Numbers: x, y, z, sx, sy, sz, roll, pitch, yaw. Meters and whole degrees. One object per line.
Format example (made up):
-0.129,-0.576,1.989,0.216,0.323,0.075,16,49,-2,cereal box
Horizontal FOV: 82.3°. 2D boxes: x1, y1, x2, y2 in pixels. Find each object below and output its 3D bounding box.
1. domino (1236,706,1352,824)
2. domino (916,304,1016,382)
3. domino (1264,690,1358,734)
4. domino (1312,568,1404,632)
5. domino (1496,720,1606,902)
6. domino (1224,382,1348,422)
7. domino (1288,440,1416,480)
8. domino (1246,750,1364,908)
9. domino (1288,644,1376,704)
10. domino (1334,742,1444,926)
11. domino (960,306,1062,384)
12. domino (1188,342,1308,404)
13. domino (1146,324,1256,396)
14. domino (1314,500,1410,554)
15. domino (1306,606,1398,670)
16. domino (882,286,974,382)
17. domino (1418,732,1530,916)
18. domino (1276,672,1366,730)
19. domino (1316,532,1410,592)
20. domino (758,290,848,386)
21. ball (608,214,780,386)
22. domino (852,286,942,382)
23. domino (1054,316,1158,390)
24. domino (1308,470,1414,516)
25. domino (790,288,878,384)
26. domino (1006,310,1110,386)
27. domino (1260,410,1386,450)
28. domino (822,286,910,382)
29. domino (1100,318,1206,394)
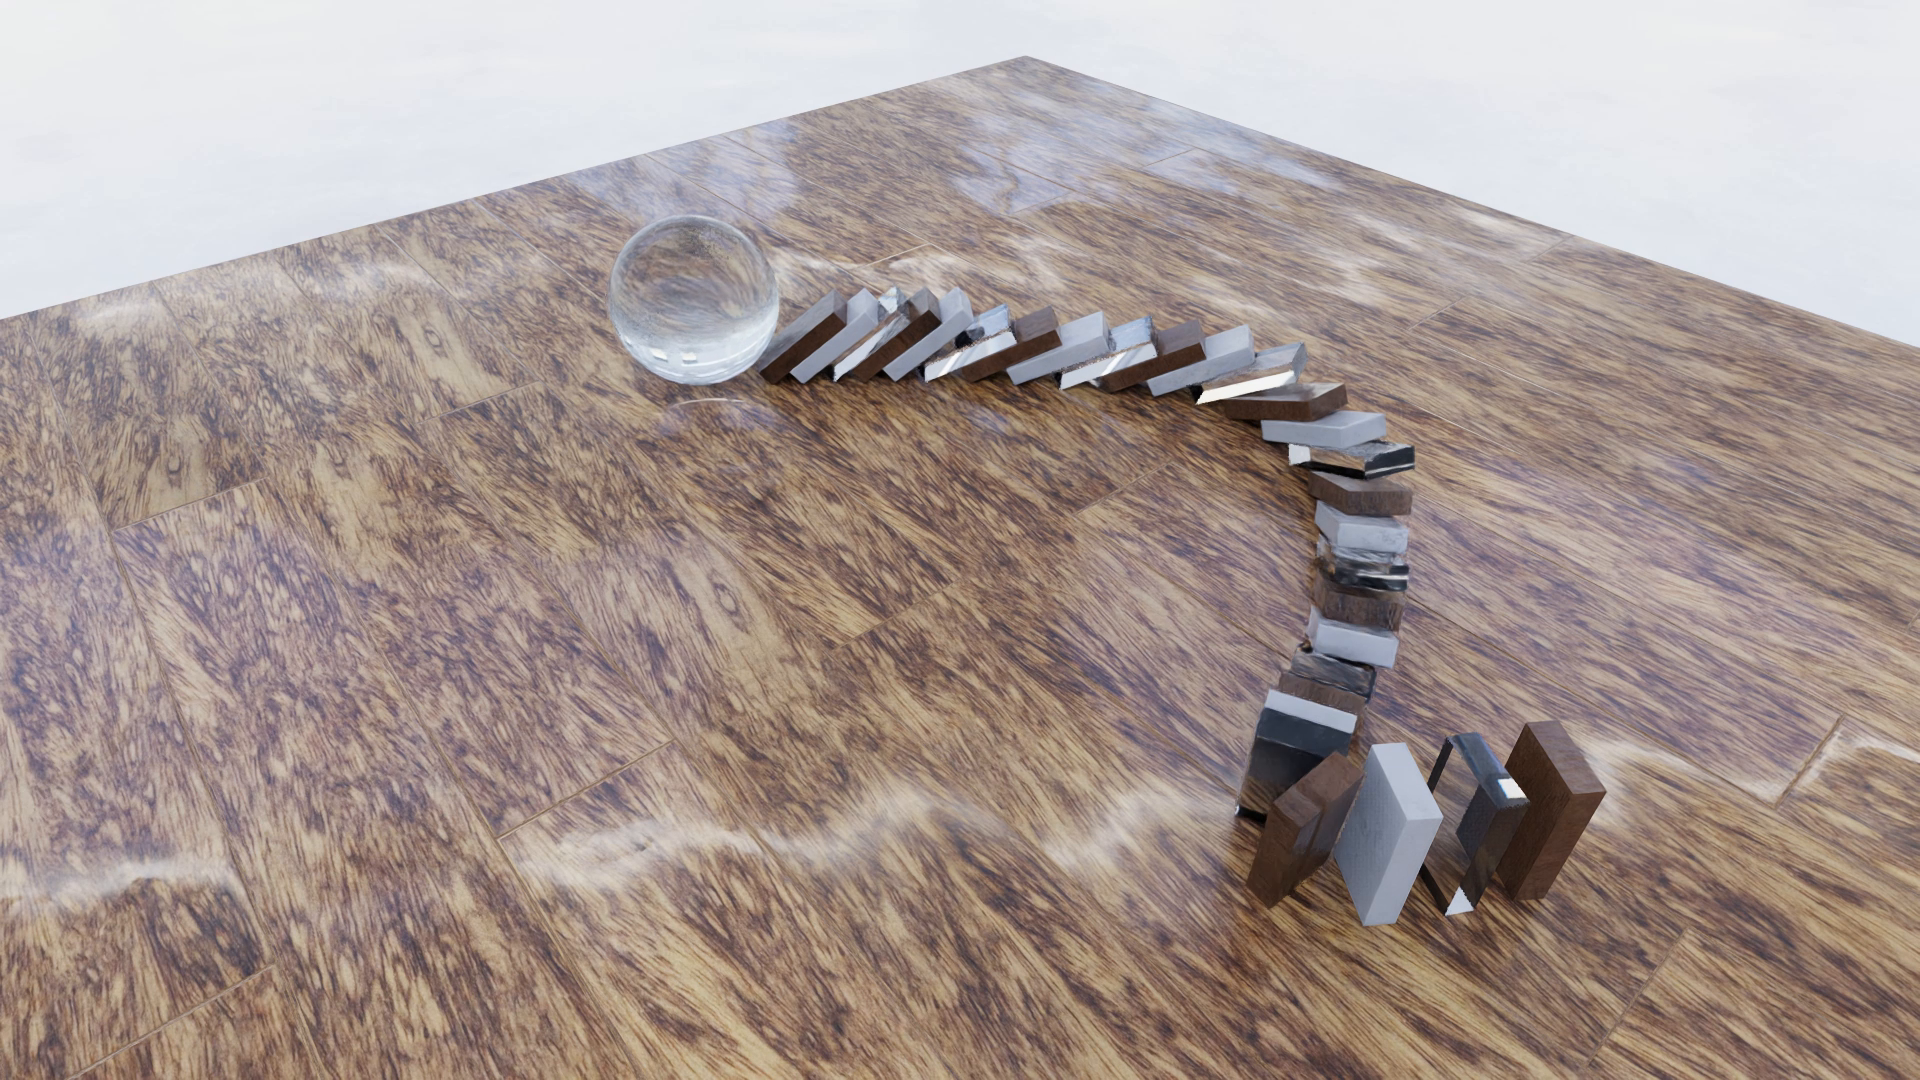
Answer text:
0.098,0.070,0.325,0.025,0.050,0.009,16,54,19,domino
0.003,-0.098,0.547,0.050,0.010,0.025,-21,37,15,domino
0.105,0.061,0.338,0.025,0.050,0.010,16,70,19,domino
0.143,0.021,0.399,0.025,0.010,0.050,10,10,12,domino
0.165,0.078,0.316,0.009,0.050,0.025,-4,39,-4,domino
0.149,-0.064,0.505,0.025,0.009,0.050,-26,20,-28,domino
0.167,-0.036,0.470,0.025,0.010,0.050,-13,15,-17,domino
0.096,0.082,0.309,0.025,0.050,0.009,-31,54,-22,domino
0.124,0.044,0.367,0.025,0.009,0.050,16,3,19,domino
0.119,0.083,0.310,0.009,0.050,0.025,-3,39,-4,domino
0.025,-0.097,0.546,0.050,0.009,0.025,-20,37,15,domino
0.137,-0.079,0.521,0.050,0.009,0.025,-10,27,36,domino
0.116,-0.087,0.531,0.050,0.010,0.025,-16,31,24,domino
0.157,-0.006,0.433,0.025,0.009,0.050,6,13,8,domino
0.135,0.033,0.382,0.025,0.009,0.050,12,7,14,domino
-0.017,-0.102,0.545,0.050,0.009,0.025,-34,35,19,domino
0.142,0.081,0.313,0.009,0.050,0.025,-7,40,-9,domino
0.114,0.053,0.351,0.025,0.050,0.010,16,83,19,domino
0.151,0.008,0.416,0.025,0.009,0.050,8,12,10,domino
-0.077,-0.100,0.542,0.050,0.010,0.025,-34,34,21,domino
-0.127,-0.115,0.528,0.080,0.080,0.080,0,39,0,ball
-0.032,-0.102,0.545,0.050,0.010,0.025,-34,35,20,domino
0.071,-0.092,0.539,0.050,0.010,0.025,-17,34,22,domino
0.163,-0.020,0.451,0.025,0.009,0.050,0,13,0,domino
-0.062,-0.101,0.543,0.050,0.009,0.025,-34,34,21,domino
0.048,-0.095,0.543,0.050,0.010,0.025,-17,35,19,domino
0.160,-0.050,0.488,0.025,0.010,0.050,-18,17,-22,domino
-0.047,-0.102,0.545,0.050,0.010,0.025,-34,35,21,domino
0.094,-0.090,0.535,0.050,0.009,0.025,-17,33,22,domino
